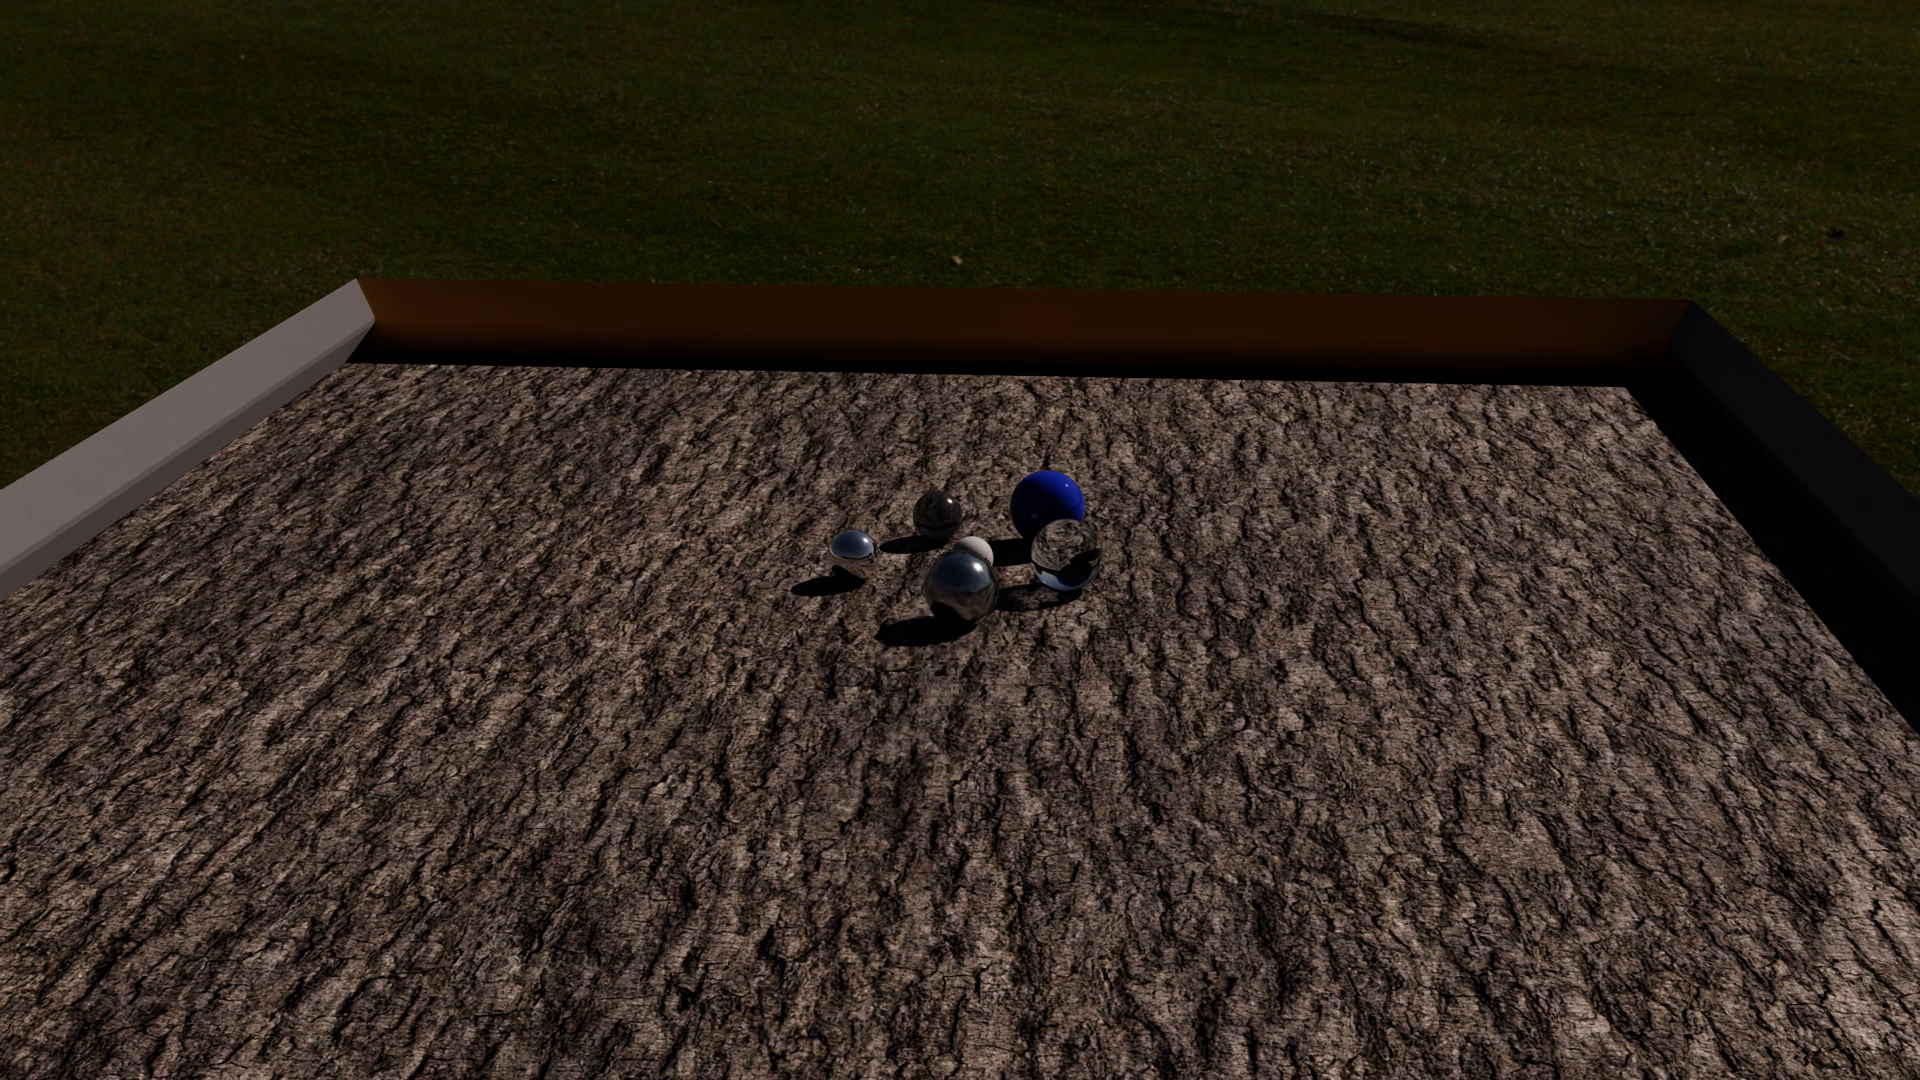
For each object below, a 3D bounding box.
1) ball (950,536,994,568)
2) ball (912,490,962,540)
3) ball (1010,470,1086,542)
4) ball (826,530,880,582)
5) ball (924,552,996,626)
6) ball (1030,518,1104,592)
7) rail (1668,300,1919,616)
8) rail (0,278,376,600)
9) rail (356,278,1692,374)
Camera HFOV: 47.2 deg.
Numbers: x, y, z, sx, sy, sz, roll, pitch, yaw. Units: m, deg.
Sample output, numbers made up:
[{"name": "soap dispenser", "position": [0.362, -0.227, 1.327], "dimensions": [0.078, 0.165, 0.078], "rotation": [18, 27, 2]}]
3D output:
[{"name": "ball", "position": [0.014, 0.022, 2.708], "dimensions": [0.054, 0.054, 0.054], "rotation": [0, 18, 0]}, {"name": "ball", "position": [-0.029, -0.031, 2.852], "dimensions": [0.065, 0.065, 0.065], "rotation": [0, 18, 0]}, {"name": "ball", "position": [0.112, -0.041, 2.828], "dimensions": [0.098, 0.098, 0.098], "rotation": [0, 18, 0]}, {"name": "ball", "position": [-0.132, 0.019, 2.700], "dimensions": [0.065, 0.065, 0.065], "rotation": [0, 18, 0]}, {"name": "ball", "position": [0.000, 0.057, 2.555], "dimensions": [0.085, 0.085, 0.085], "rotation": [0, 18, 0]}, {"name": "ball", "position": [0.129, 0.018, 2.666], "dimensions": [0.088, 0.088, 0.088], "rotation": [0, 18, 0]}, {"name": "rail", "position": [1.029, 0.342, 1.625], "dimensions": [0.045, 0.127, 4.344], "rotation": [1, 18, 4]}, {"name": "rail", "position": [-1.197, 0.287, 1.789], "dimensions": [0.045, 0.127, 4.344], "rotation": [1, 18, 4]}, {"name": "rail", "position": [0.082, -0.360, 3.740], "dimensions": [2.279, 0.127, 0.045], "rotation": [1, 18, 4]}]
